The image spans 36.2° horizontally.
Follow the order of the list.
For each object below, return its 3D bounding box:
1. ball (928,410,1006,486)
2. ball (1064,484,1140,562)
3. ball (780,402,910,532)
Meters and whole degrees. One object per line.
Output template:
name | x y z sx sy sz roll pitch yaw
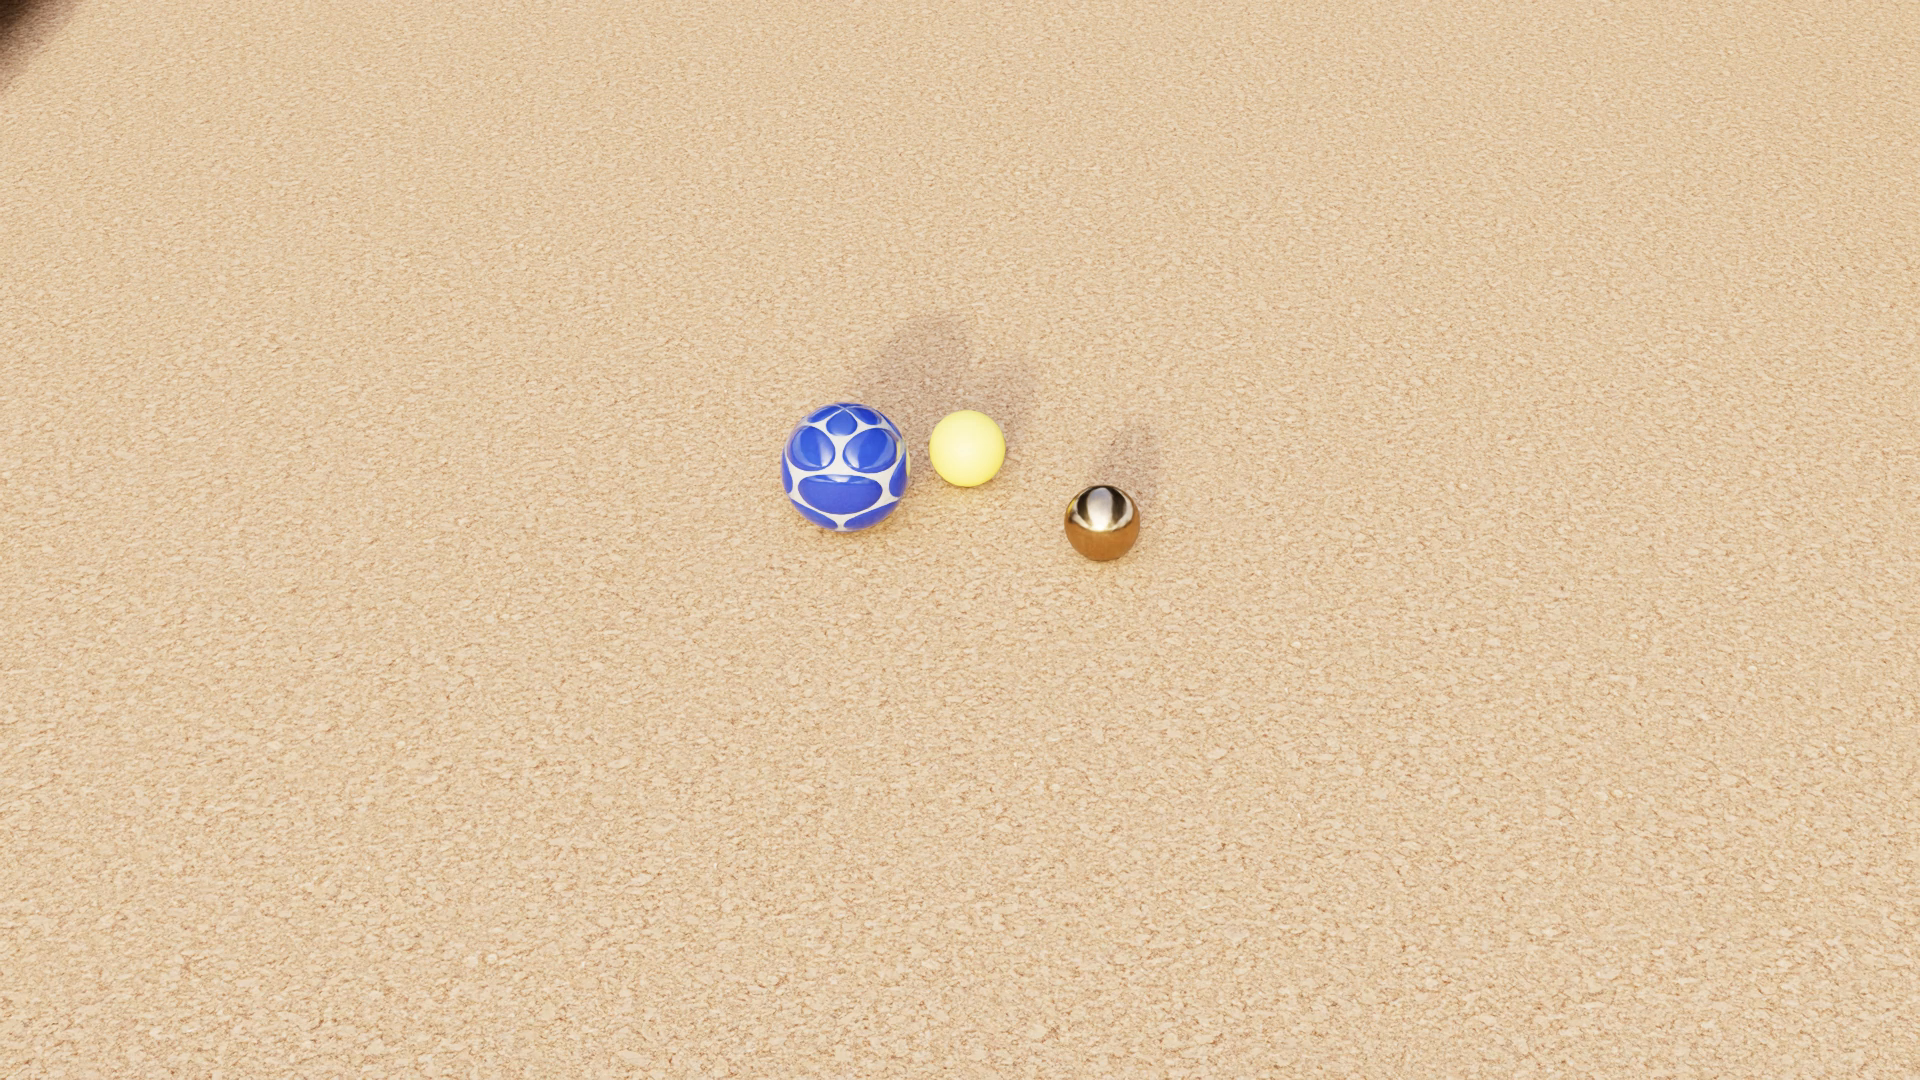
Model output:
ball | 0.005 -0.057 1.839 0.048 0.048 0.048 0 29 0
ball | 0.085 -0.010 1.757 0.046 0.046 0.046 0 29 0
ball | -0.069 -0.044 1.783 0.079 0.079 0.079 0 29 0
